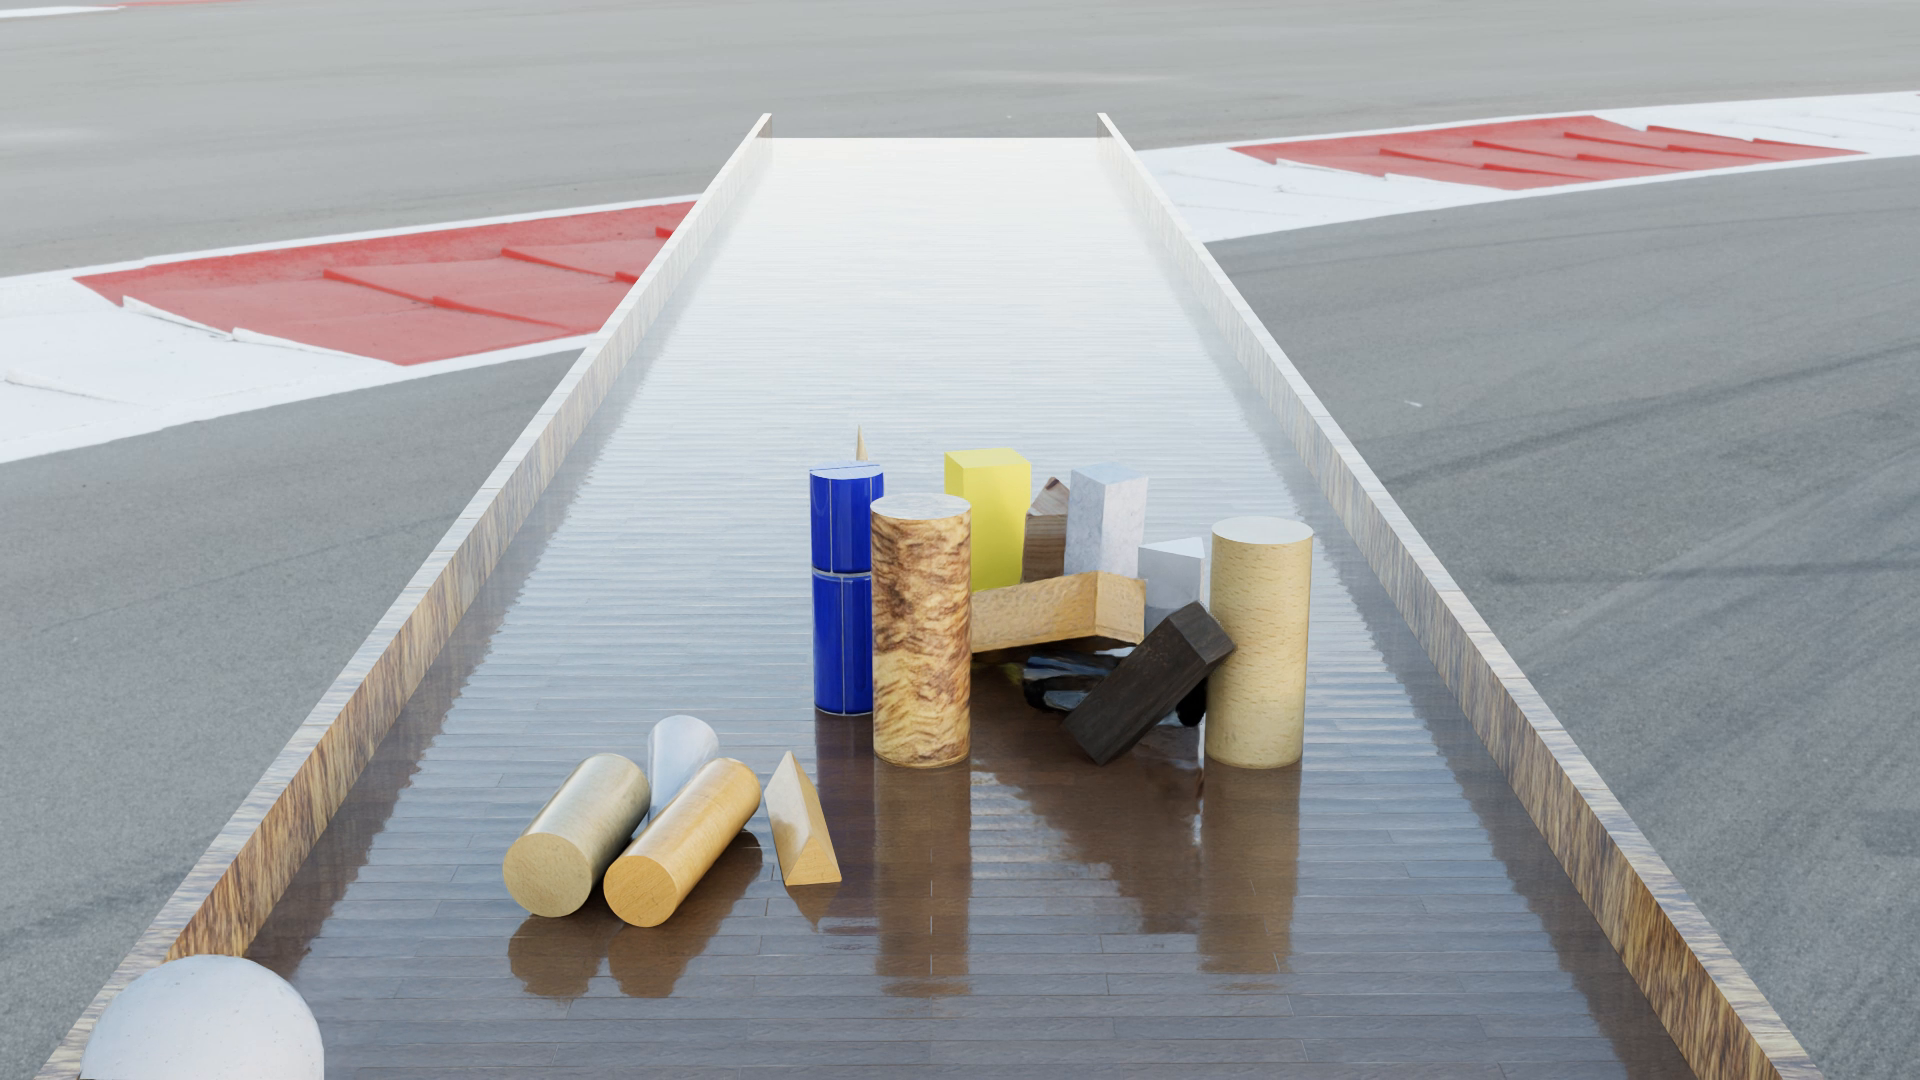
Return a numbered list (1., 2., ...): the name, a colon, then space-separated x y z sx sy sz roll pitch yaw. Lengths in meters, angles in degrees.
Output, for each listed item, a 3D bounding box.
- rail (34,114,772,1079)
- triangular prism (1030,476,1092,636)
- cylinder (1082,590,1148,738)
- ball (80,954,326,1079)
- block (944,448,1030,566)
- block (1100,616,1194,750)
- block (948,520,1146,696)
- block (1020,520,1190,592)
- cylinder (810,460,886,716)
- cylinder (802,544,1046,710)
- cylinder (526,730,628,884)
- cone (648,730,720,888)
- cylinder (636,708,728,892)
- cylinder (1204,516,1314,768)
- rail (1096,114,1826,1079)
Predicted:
1. rail: -1.118 -0.838 7.780 0.050 0.150 12.000 0 17 -1
2. triangular prism: 0.183 0.037 4.533 0.135 0.317 0.117 -6 18 -20
3. cylinder: 0.284 0.270 4.047 0.115 0.334 0.115 0 17 0
4. ball: -0.899 0.633 2.616 0.275 0.275 0.275 0 17 0
5. block: 0.058 -0.014 4.686 0.147 0.334 0.147 -5 17 -15
6. block: 0.329 0.253 3.842 0.106 0.106 0.312 -14 -28 6
7. block: 0.159 0.153 4.197 0.120 0.431 0.120 50 36 13
8. block: 0.282 0.048 4.374 0.107 0.107 0.386 13 -16 -37
9. cylinder: -0.208 0.090 4.120 0.139 0.458 0.139 0 17 0
10. cylinder: -0.069 0.159 3.892 0.456 0.176 0.176 -24 -4 43
11. cylinder: -0.595 0.458 3.446 0.139 0.318 0.139 1 41 -1
12. cone: -0.481 0.451 3.603 0.124 0.124 0.450 0 24 1
13. cylinder: -0.429 0.468 3.450 0.117 0.391 0.117 -5 4 0
14. cylinder: 0.528 0.180 3.897 0.176 0.413 0.176 0 17 0
15. rail: 0.932 -0.844 7.801 0.050 0.150 12.000 0 17 -1
